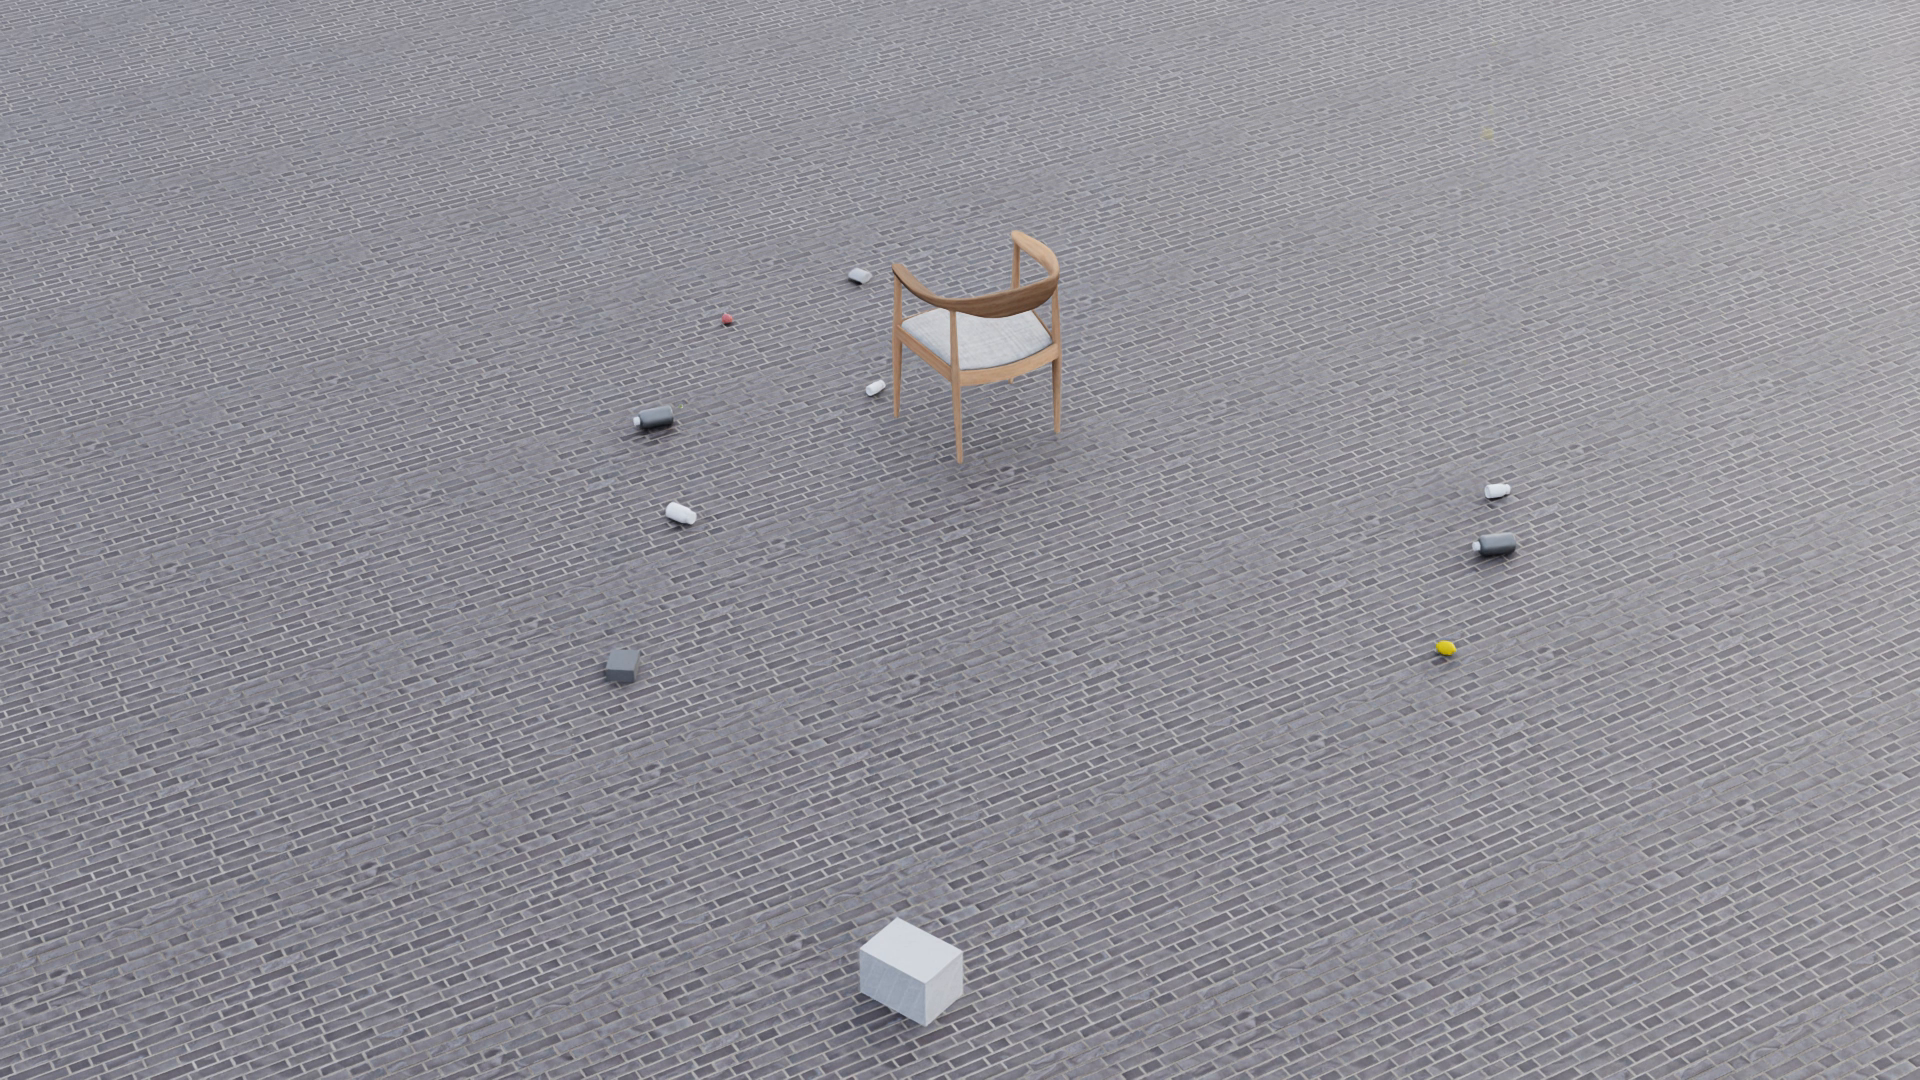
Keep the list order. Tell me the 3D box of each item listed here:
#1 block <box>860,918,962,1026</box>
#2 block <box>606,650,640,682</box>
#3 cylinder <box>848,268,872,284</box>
[{"bbox_3d":[-0.146,1.298,8.817,0.251,0.173,0.181,23,40,31],"label":"block"},{"bbox_3d":[-1.176,0.438,10.234,0.099,0.050,0.121,2,33,4],"label":"block"},{"bbox_3d":[-0.431,-1.139,12.638,0.071,0.039,0.076,23,41,31],"label":"cylinder"}]
